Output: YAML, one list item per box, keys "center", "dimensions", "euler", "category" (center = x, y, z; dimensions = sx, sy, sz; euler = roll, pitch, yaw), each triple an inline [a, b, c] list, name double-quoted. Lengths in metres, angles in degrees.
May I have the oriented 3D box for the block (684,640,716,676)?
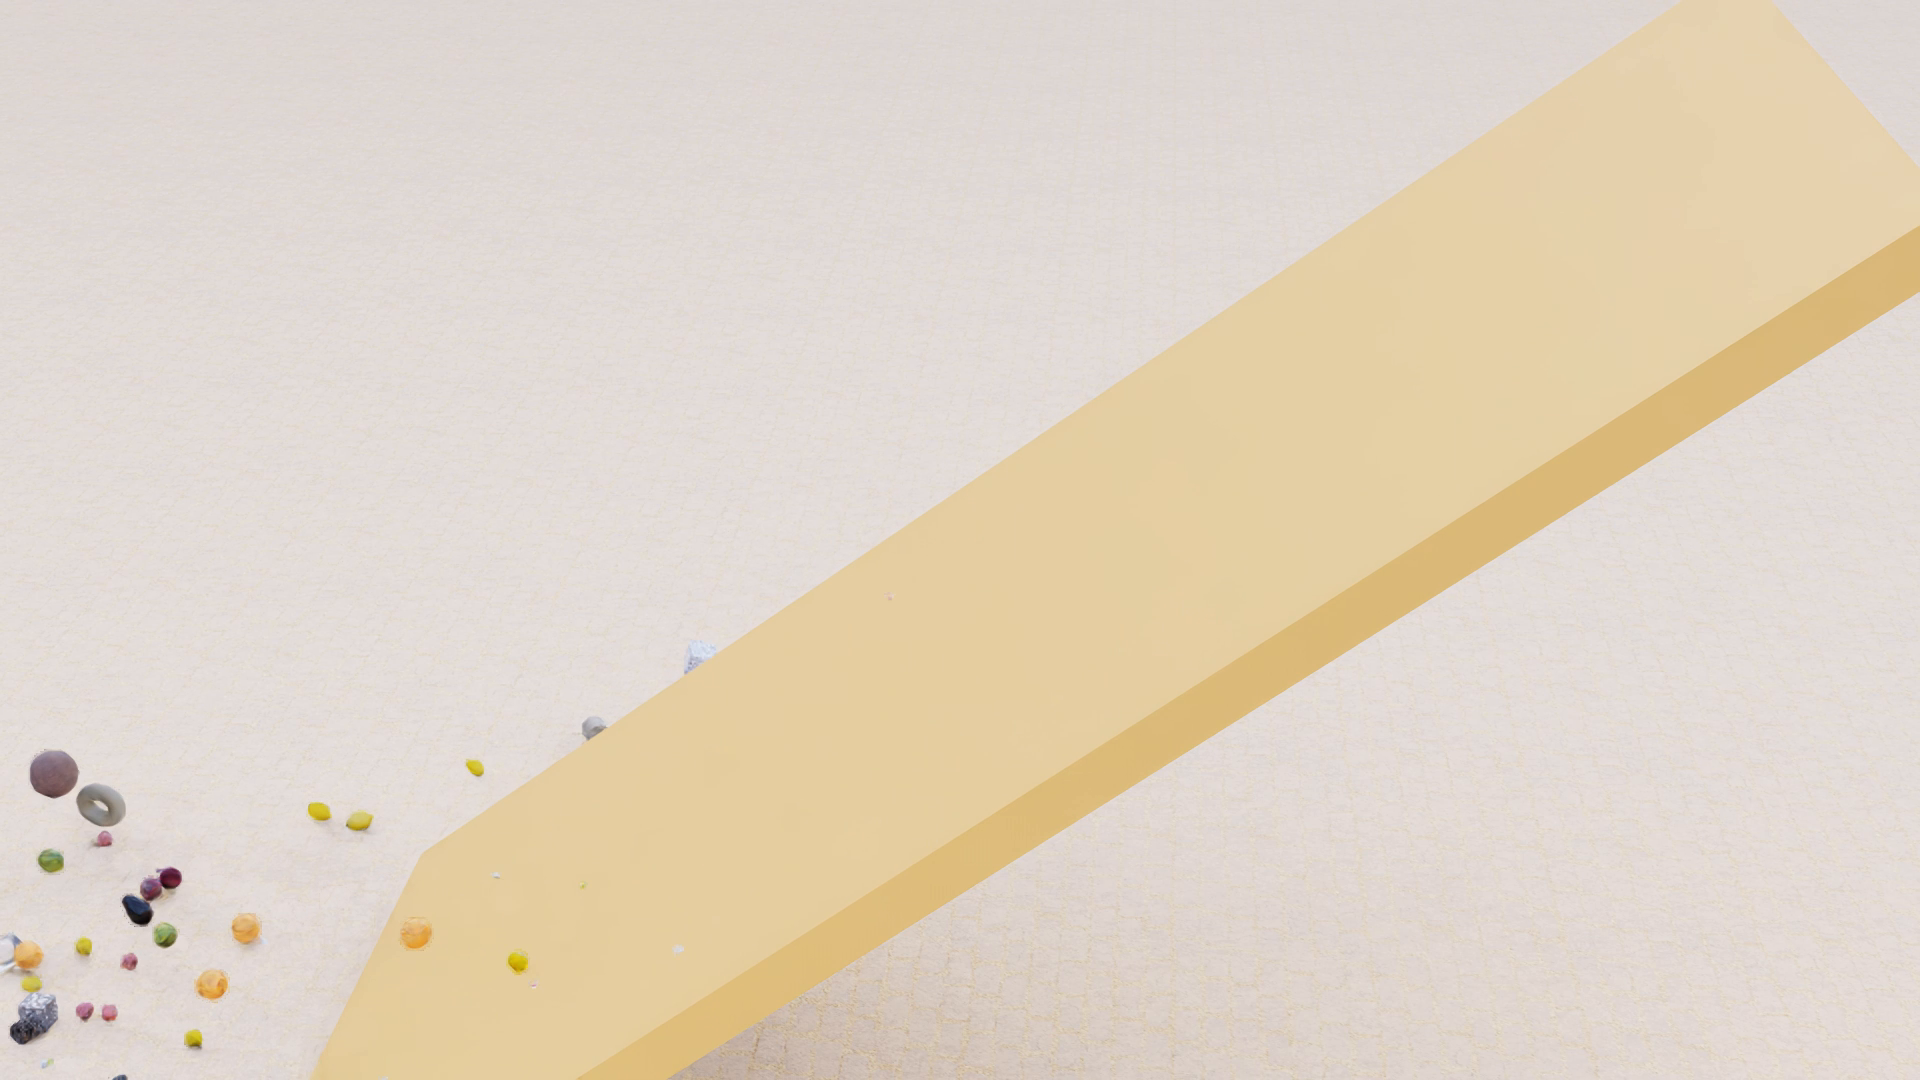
- center: [-0.792, 0.365, 8.944]
  dimensions: [0.080, 0.080, 0.080]
  euler: [14, 35, -16]
  category: "block"

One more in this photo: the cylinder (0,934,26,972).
- center: [-2.403, 1.039, 7.387]
  dimensions: [0.076, 0.076, 0.076]
  euler: [15, 28, 32]
  category: "cylinder"

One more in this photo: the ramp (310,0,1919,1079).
- center: [0.130, 0.178, 6.319]
  dimensions: [4.000, 0.100, 2.000]
  euler: [-34, 16, 16]
  category: "ramp"

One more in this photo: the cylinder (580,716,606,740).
- center: [-1.062, 0.558, 8.568]
  dimensions: [0.069, 0.069, 0.069]
  euler: [-9, 24, -22]
  category: "cylinder"

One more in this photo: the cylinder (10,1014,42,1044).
- center: [-2.248, 1.178, 7.080]
  dimensions: [0.054, 0.054, 0.054]
  euler: [10, 24, 23]
  category: "cylinder"

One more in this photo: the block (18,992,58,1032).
- center: [-2.237, 1.148, 7.138]
  dimensions: [0.065, 0.065, 0.065]
  euler: [4, 23, 11]
  category: "block"
